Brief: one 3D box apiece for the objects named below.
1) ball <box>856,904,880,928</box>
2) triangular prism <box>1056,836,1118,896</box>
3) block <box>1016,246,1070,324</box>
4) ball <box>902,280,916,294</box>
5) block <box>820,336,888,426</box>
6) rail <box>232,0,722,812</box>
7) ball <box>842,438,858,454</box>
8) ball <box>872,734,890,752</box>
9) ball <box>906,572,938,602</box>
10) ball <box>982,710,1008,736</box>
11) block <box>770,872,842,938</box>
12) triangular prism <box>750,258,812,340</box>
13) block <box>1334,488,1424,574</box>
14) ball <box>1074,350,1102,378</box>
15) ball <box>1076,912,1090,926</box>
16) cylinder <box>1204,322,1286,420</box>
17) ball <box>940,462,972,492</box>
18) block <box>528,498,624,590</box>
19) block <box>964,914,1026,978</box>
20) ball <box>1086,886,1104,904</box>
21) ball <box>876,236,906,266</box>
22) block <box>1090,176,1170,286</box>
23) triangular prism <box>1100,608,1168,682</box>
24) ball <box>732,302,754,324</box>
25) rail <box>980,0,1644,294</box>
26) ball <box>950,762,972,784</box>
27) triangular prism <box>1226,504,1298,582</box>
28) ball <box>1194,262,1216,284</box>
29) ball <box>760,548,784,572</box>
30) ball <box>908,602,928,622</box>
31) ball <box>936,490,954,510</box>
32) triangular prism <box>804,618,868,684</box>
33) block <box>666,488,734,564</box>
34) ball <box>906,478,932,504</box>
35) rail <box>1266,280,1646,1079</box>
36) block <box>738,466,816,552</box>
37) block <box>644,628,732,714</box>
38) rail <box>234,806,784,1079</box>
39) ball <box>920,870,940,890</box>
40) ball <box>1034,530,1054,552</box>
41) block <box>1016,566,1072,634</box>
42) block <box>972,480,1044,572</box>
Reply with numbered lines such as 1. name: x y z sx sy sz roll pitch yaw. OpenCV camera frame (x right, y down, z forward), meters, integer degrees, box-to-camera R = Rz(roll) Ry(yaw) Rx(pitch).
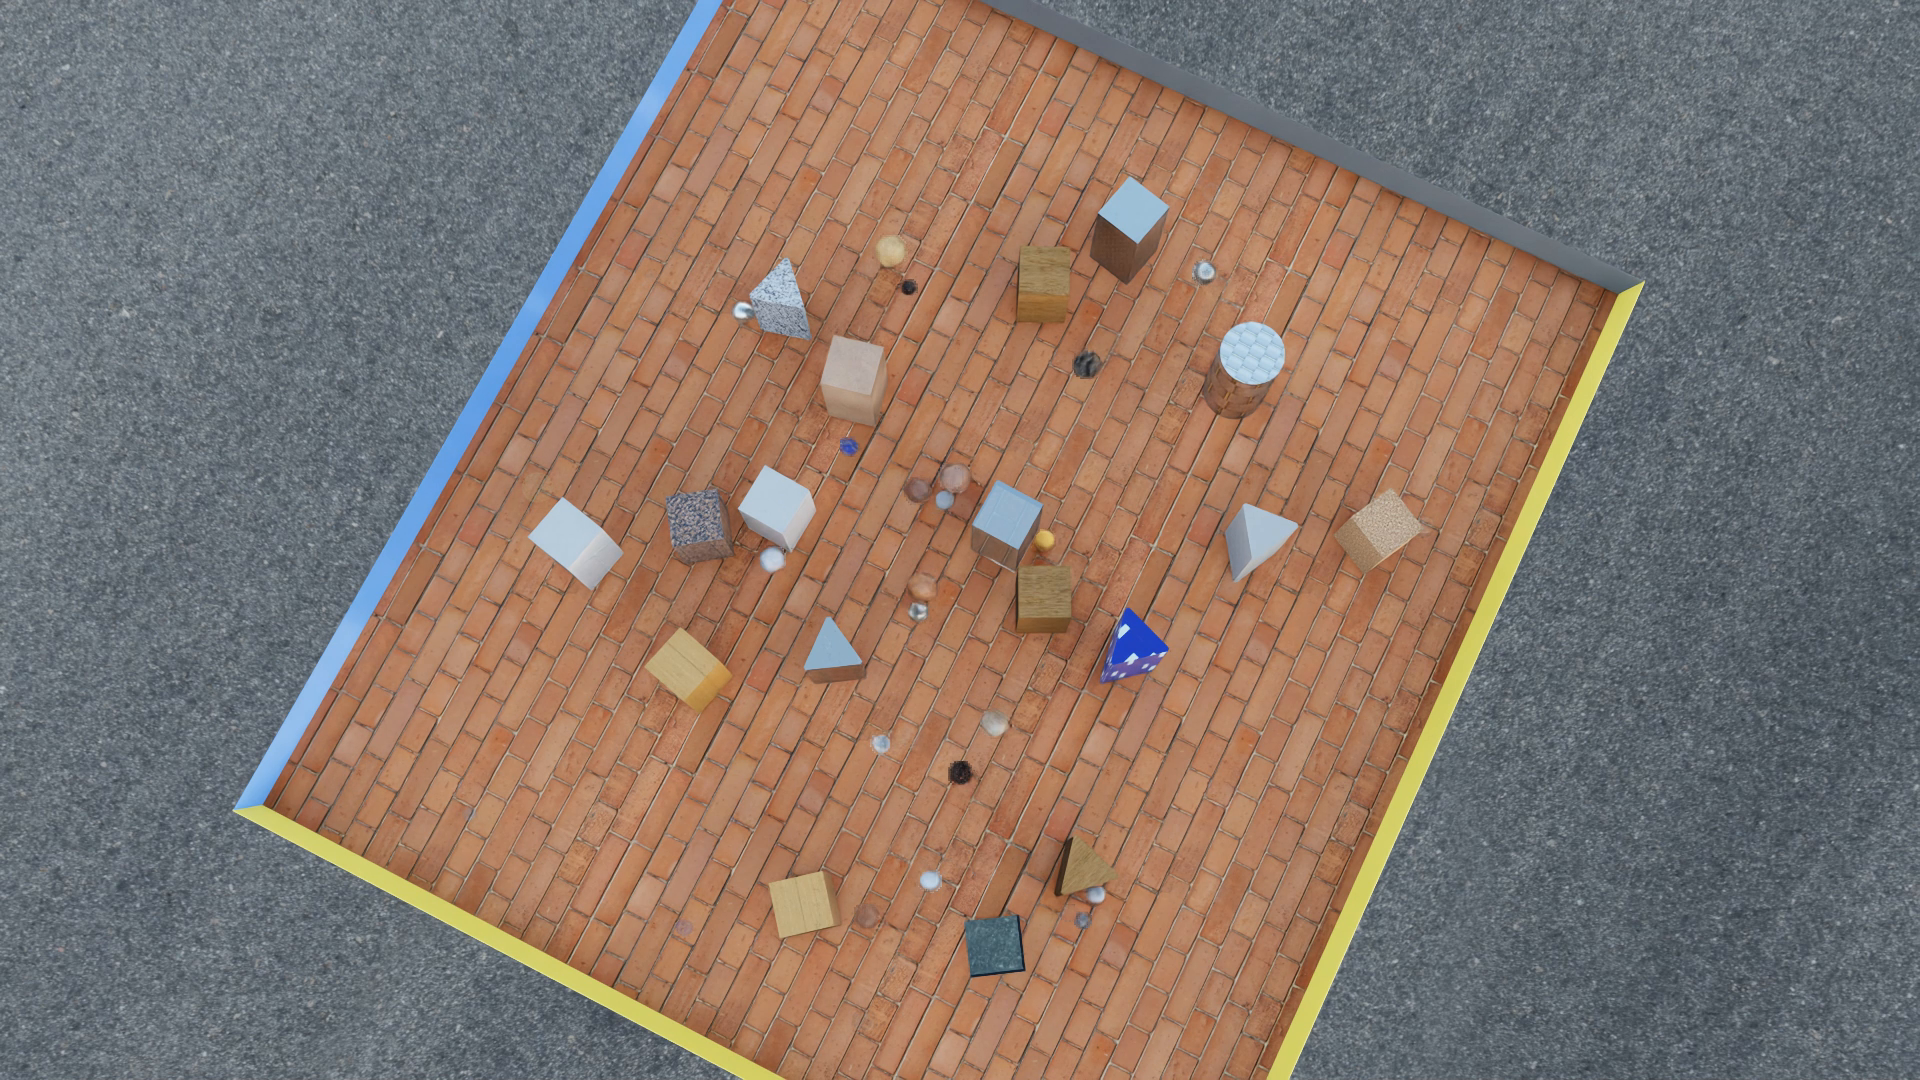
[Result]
1. ball: -0.271 1.100 5.353 0.071 0.071 0.071 0 78 0
2. triangular prism: 0.339 0.920 5.234 0.165 0.376 0.142 -16 79 -3
3. block: 0.255 -0.784 5.643 0.152 0.265 0.152 2 78 0
4. ball: -0.162 -0.793 5.758 0.045 0.045 0.045 0 78 0
5. block: -0.316 -0.476 5.535 0.152 0.353 0.152 14 79 3
6. rail: -1.347 -0.653 5.687 0.045 0.123 3.340 26 80 5
7. ball: -0.340 -0.288 5.650 0.051 0.051 0.051 0 78 0
8. ball: -0.233 0.607 5.463 0.054 0.054 0.054 0 78 0
9. ball: -0.114 0.142 5.536 0.093 0.093 0.093 0 78 0
10. ball: 0.105 0.545 5.463 0.080 0.080 0.080 0 78 0
11. block: -0.437 1.040 5.222 0.152 0.351 0.152 -13 79 -3
12. triangular prism: -0.532 -0.746 5.614 0.165 0.307 0.142 12 79 2
13. block: 1.250 -0.024 5.488 0.152 0.261 0.152 -35 80 -7
14. ball: 0.397 -0.546 5.687 0.084 0.084 0.084 0 78 0
15. ball: 0.359 1.112 5.366 0.041 0.041 0.041 0 78 0
16. cylinder: 0.853 -0.506 5.527 0.190 0.380 0.190 0 78 0
17. ball: -0.012 -0.192 5.608 0.095 0.095 0.095 0 78 0
18. block: -1.134 0.015 5.435 0.152 0.350 0.152 38 81 7
19. block: 0.096 1.150 5.201 0.152 0.348 0.152 -6 78 -1
20. ball: 0.397 1.039 5.375 0.052 0.052 0.052 0 78 0
21. ball: -0.218 -0.907 5.756 0.095 0.095 0.095 0 78 0
22. block: 0.517 -0.945 5.626 0.152 0.364 0.152 39 81 7
23. triangular prism: 0.487 0.301 5.337 0.165 0.426 0.142 -13 79 -3
24. ball: -0.676 -0.711 5.728 0.070 0.070 0.070 0 78 0
25. rail: 0.736 -1.436 5.849 3.059 0.123 0.045 26 80 5
26. ball: 0.001 0.693 5.440 0.064 0.064 0.064 0 78 0
27. triangular prism: 0.859 -0.011 5.430 0.165 0.369 0.142 -37 81 -7
28. ball: 0.771 -0.839 5.754 0.070 0.070 0.070 0 78 0
29. ball: -0.572 0.060 5.565 0.076 0.076 0.076 0 78 0
30. ball: -0.126 0.218 5.541 0.060 0.060 0.060 0 78 0
31. ball: -0.047 -0.121 5.611 0.059 0.059 0.059 0 78 0
32. triangular prism: -0.369 0.321 5.384 0.165 0.325 0.142 -6 78 -1
33. block: -0.776 -0.039 5.488 0.152 0.267 0.152 -9 78 -2
34. ball: -0.126 -0.150 5.608 0.078 0.078 0.078 0 78 0
35. rail: 1.347 0.666 5.415 0.045 0.123 3.340 26 80 5
36. block: -0.545 -0.090 5.494 0.152 0.277 0.152 29 80 6
37. block: -0.791 0.385 5.372 0.152 0.323 0.152 40 81 8
38. rail: -0.736 1.449 5.253 3.059 0.123 0.045 26 80 5
39. ball: -0.087 0.999 5.380 0.058 0.058 0.058 0 78 0
40. ball: 0.256 0.002 5.581 0.066 0.066 0.066 0 78 0
41. block: 0.245 0.178 5.431 0.152 0.291 0.152 0 78 0
42. block: 0.137 -0.037 5.438 0.152 0.364 0.152 28 80 6
